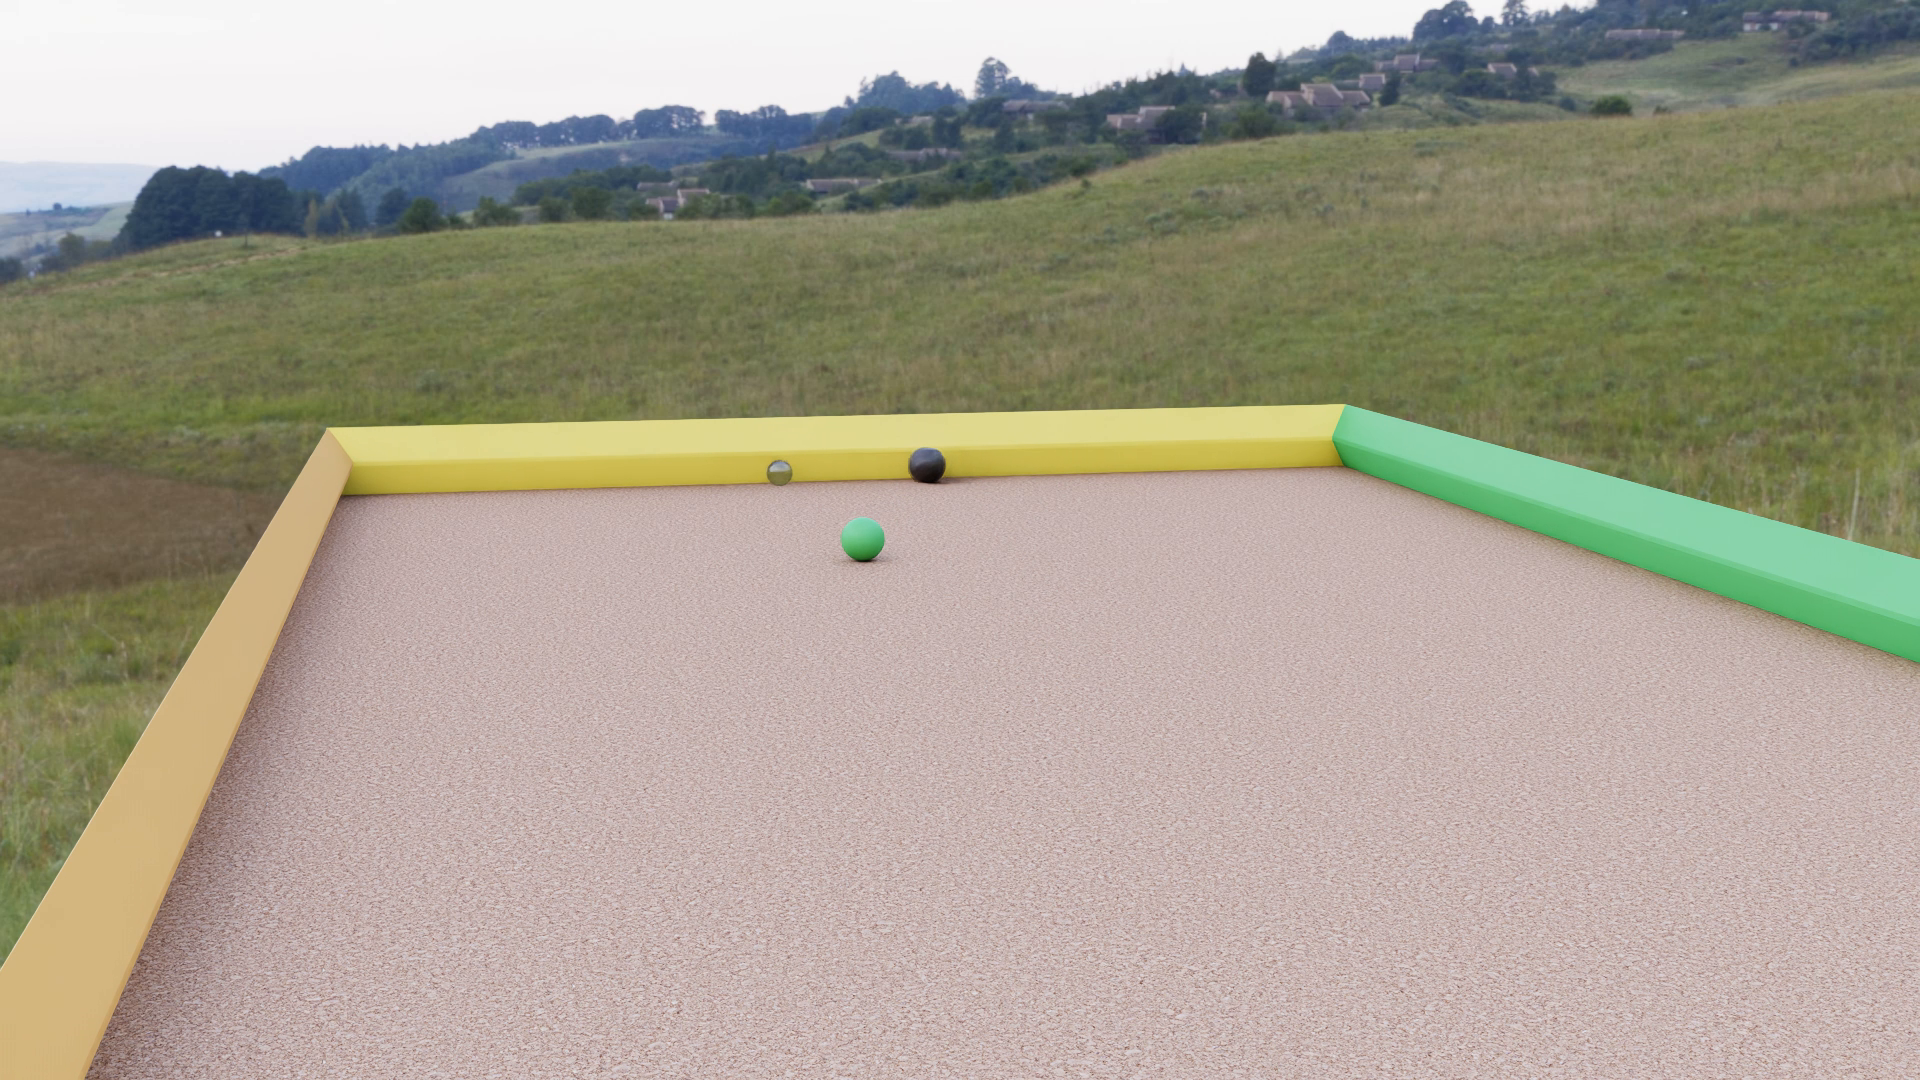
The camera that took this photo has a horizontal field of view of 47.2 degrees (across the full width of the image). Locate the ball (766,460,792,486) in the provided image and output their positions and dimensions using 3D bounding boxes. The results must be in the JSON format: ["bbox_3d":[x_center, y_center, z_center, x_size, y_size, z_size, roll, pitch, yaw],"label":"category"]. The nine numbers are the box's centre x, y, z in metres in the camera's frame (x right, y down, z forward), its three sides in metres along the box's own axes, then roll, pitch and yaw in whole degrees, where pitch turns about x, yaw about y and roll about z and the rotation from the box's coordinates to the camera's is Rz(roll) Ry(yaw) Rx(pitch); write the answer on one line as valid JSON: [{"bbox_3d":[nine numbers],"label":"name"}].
[{"bbox_3d":[-0.335,-0.124,4.078,0.048,0.048,0.048,0,10,0],"label":"ball"}]

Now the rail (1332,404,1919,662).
[{"bbox_3d":[1.113,0.081,2.630,0.045,0.120,3.568,-2,10,-12],"label":"rail"}]

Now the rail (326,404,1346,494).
[{"bbox_3d":[-0.181,-0.171,4.132,1.942,0.120,0.045,-2,10,-12],"label":"rail"}]

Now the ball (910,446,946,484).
[{"bbox_3d":[-0.061,-0.140,4.115,0.068,0.068,0.068,0,10,0],"label":"ball"}]

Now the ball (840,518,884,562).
[{"bbox_3d":[-0.145,-0.001,3.293,0.066,0.066,0.066,0,10,0],"label":"ball"}]

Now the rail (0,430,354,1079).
[{"bbox_3d":[-0.740,0.147,2.240,0.045,0.120,3.568,-2,10,-12],"label":"rail"}]
